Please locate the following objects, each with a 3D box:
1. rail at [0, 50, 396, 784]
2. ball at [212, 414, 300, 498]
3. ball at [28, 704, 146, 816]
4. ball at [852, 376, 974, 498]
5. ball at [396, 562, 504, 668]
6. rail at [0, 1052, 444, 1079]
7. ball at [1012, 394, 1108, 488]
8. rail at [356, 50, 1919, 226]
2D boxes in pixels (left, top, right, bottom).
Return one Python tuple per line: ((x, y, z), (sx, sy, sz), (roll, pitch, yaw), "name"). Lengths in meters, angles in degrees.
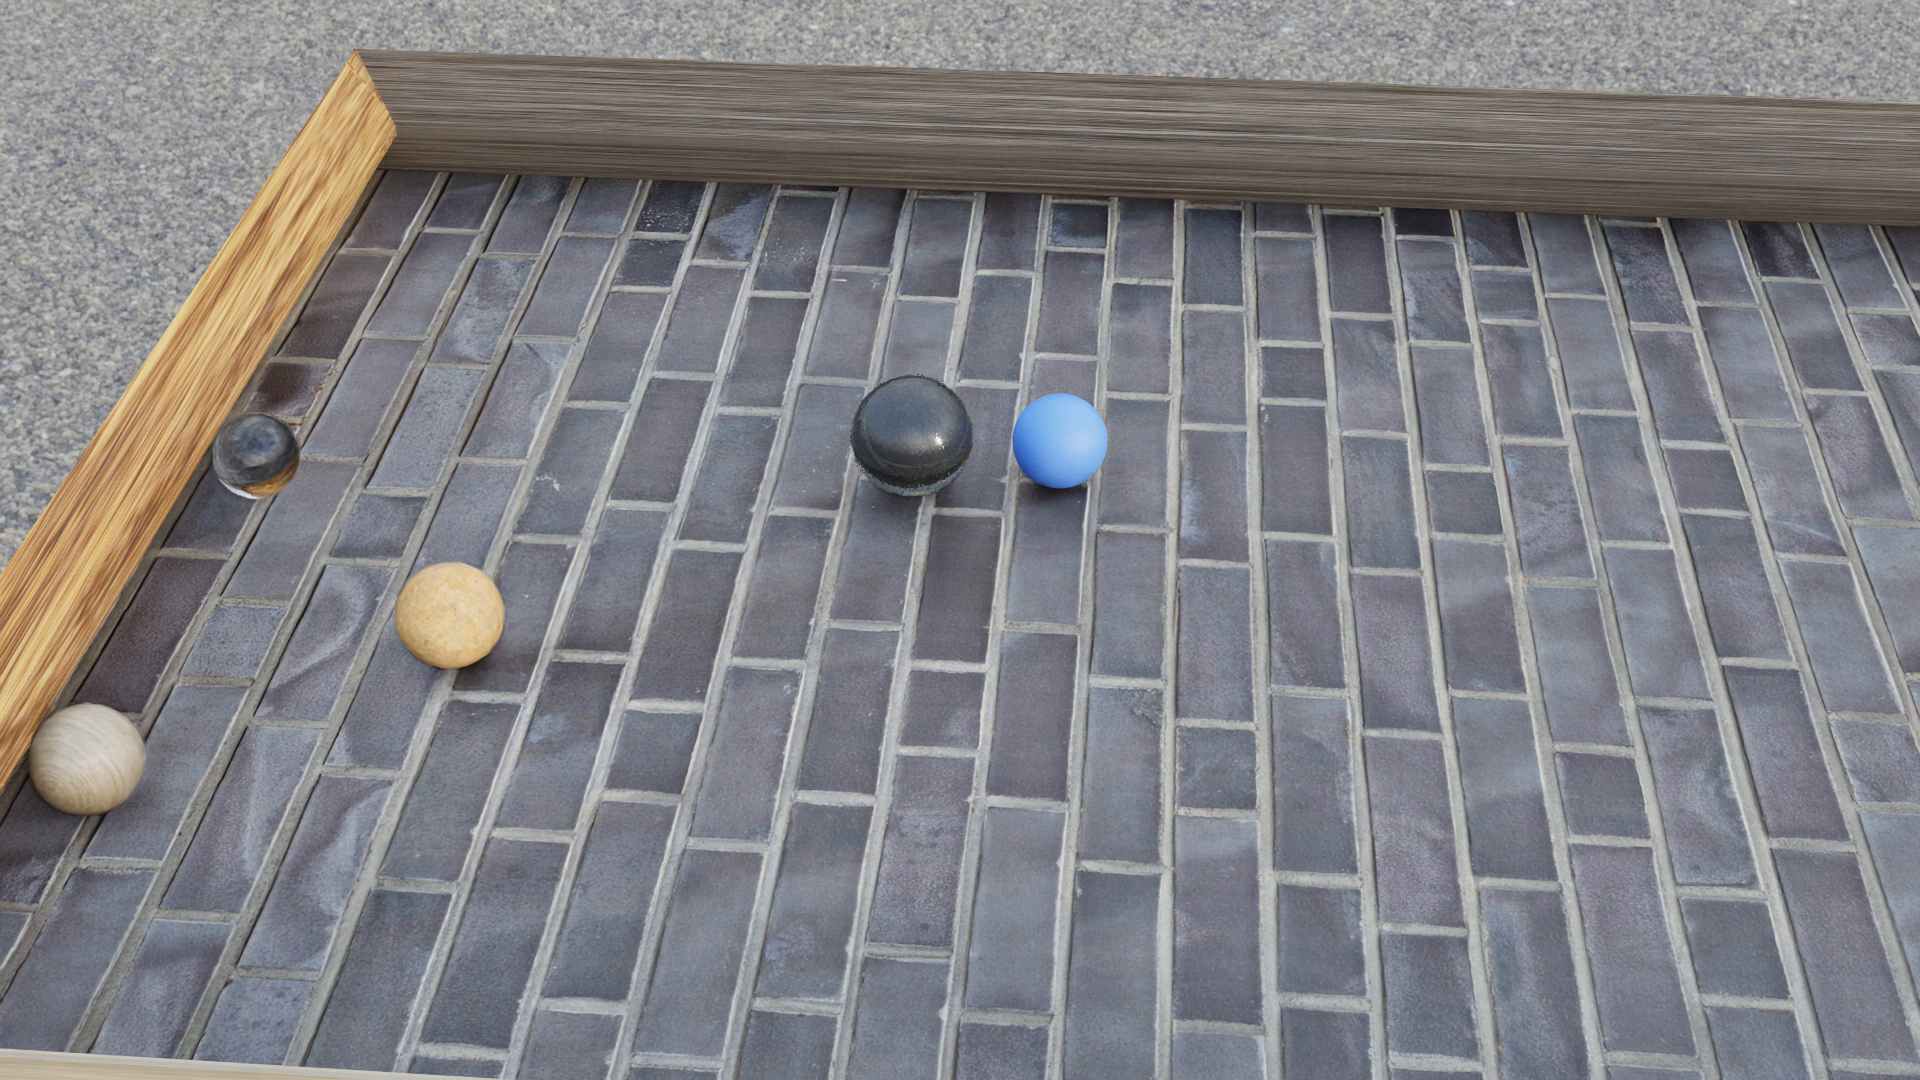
((-0.622, -0.050, 1.992), (0.045, 0.128, 1.332), (3, 35, 4), "rail")
((-0.569, -0.068, 2.072), (0.069, 0.069, 0.069), (0, 34, 0), "ball")
((-0.595, 0.149, 1.749), (0.076, 0.076, 0.076), (0, 34, 0), "ball")
((-0.039, -0.084, 2.068), (0.098, 0.098, 0.098), (0, 34, 0), "ball")
((-0.374, 0.055, 1.884), (0.079, 0.079, 0.079), (0, 34, 0), "ball")
((0.593, 0.371, 1.379), (2.591, 0.128, 0.045), (3, 35, 4), "rail")
((0.081, -0.080, 2.082), (0.078, 0.078, 0.078), (0, 34, 0), "ball")
((0.698, -0.354, 2.434), (2.591, 0.128, 0.045), (3, 35, 4), "rail")
